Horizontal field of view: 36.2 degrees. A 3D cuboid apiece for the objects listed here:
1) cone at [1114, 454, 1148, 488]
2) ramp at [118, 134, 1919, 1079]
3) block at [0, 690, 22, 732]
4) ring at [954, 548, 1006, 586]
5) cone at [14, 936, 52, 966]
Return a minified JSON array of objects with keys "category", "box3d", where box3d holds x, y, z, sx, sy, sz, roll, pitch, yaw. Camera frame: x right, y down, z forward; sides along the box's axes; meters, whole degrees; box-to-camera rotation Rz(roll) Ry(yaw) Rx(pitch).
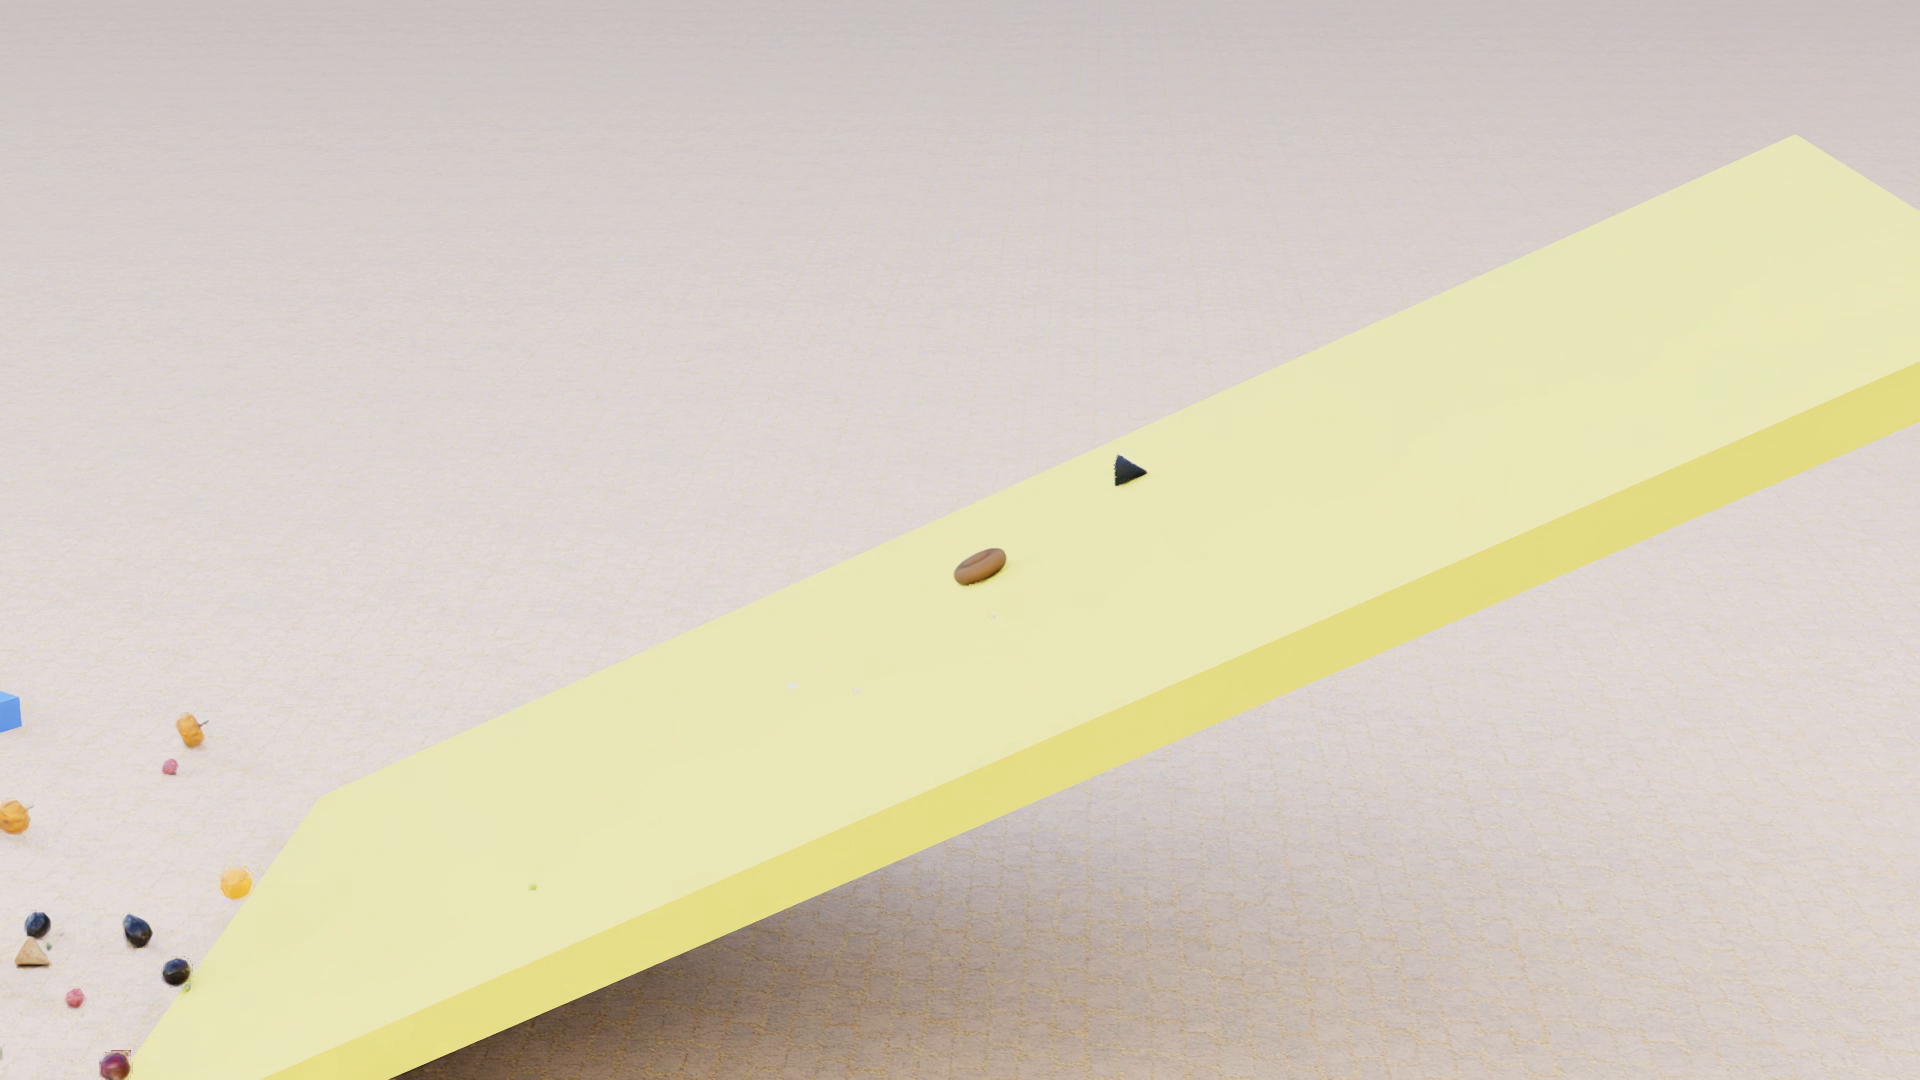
[{"category":"cone","box3d":[0.397,-0.157,6.746,0.076,0.076,0.076,1,16,12]},{"category":"ramp","box3d":[0.136,0.169,6.282,4.000,0.100,2.000,-24,13,9]},{"category":"block","box3d":[-2.720,0.488,8.316,0.088,0.088,0.088,12,20,36]},{"category":"ring","box3d":[0.045,0.059,6.563,0.128,0.043,0.128,-26,12,6]},{"category":"cone","box3d":[-2.118,0.959,6.755,0.075,0.075,0.075,28,17,-1]}]
